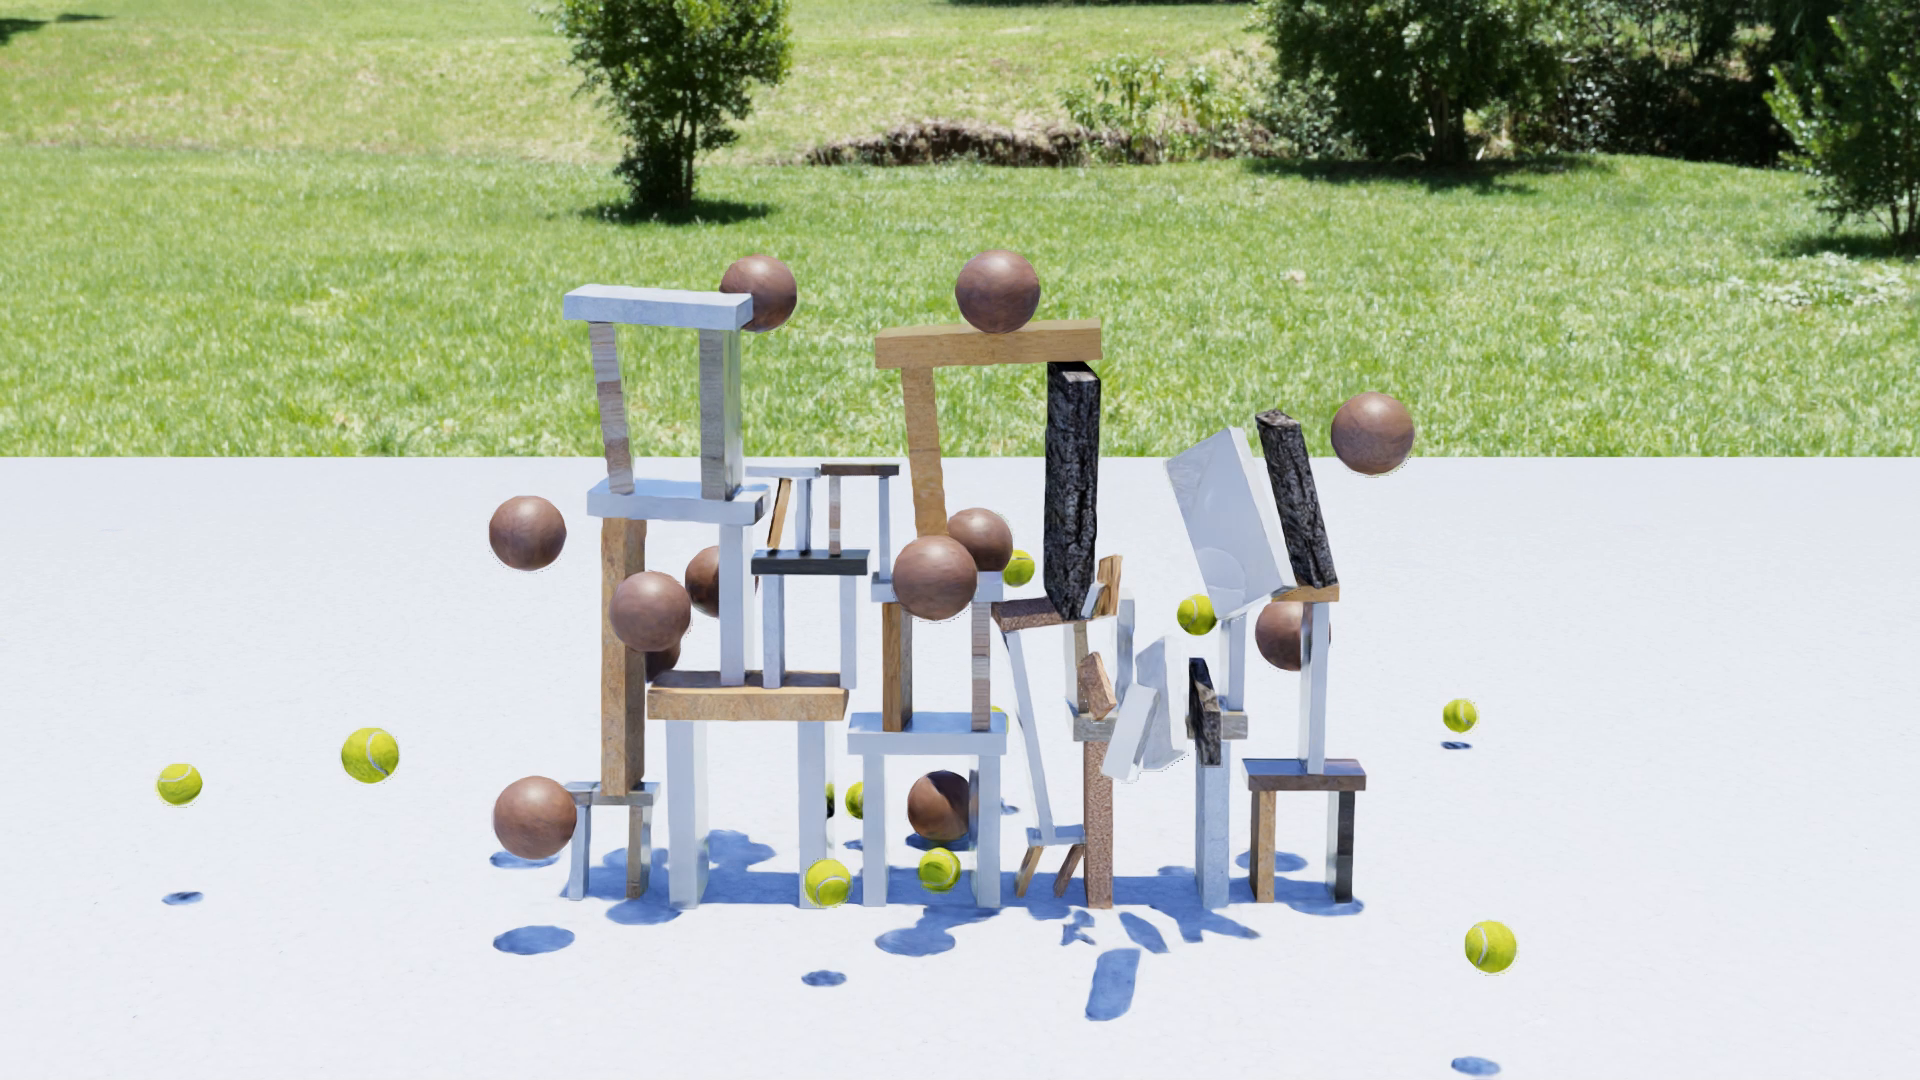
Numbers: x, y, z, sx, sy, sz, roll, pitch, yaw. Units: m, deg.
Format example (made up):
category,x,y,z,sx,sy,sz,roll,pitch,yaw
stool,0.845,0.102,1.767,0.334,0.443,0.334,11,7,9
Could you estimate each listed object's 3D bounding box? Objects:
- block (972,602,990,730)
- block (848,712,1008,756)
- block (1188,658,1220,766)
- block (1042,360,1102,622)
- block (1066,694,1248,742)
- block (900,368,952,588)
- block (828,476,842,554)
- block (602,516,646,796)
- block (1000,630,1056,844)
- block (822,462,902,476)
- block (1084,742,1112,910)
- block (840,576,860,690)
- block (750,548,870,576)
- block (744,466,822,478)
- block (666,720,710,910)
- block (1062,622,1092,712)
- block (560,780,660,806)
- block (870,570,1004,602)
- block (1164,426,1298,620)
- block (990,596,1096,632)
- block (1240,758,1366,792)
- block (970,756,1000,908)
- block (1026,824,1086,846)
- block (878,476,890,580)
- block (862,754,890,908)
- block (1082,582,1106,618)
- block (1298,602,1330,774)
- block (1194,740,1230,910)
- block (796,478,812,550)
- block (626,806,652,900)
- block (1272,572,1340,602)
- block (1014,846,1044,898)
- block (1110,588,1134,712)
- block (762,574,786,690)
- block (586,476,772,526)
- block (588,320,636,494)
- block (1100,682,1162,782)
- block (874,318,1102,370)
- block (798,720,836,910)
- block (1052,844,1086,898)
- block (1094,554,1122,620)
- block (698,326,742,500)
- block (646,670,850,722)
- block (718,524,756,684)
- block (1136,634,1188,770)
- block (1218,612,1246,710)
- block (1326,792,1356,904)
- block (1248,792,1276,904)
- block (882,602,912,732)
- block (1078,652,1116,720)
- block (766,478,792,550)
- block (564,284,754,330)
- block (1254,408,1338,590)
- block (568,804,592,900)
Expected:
category,x,y,z,sx,sy,sz,roll,pitch,yaw
block,0.034,0.195,3.597,0.030,0.213,0.107,0,10,0
block,-0.053,0.318,3.618,0.258,0.037,0.129,0,10,0
block,0.383,0.268,3.456,0.027,0.094,0.187,-3,23,-1
block,0.175,-0.084,3.479,0.050,0.387,0.175,-2,18,-8
block,0.320,0.291,3.613,0.283,0.040,0.142,0,11,-2
block,-0.054,-0.113,3.538,0.050,0.350,0.175,-5,11,0
block,-0.202,-0.043,3.562,0.018,0.126,0.063,0,5,-2
block,-0.553,0.182,3.620,0.039,0.458,0.137,2,8,5
block,0.110,0.311,3.575,0.022,0.370,0.078,-12,18,-5
block,-0.159,-0.114,3.555,0.126,0.018,0.063,1,5,2
block,0.228,0.451,3.639,0.040,0.284,0.142,-1,11,0
block,-0.179,0.141,3.589,0.027,0.187,0.094,0,10,1
block,-0.241,0.035,3.572,0.187,0.027,0.094,0,10,1
block,-0.288,-0.110,3.582,0.116,0.016,0.058,1,0,8
block,-0.450,0.433,3.643,0.045,0.317,0.158,0,10,1
block,0.189,0.194,3.579,0.022,0.156,0.078,-7,17,-11
block,-0.580,0.420,3.648,0.156,0.022,0.078,1,7,1
block,-0.037,0.075,3.573,0.213,0.030,0.107,0,10,0
block,0.418,-0.026,3.406,0.134,0.267,0.038,-30,-21,37
block,0.134,0.115,3.538,0.156,0.022,0.078,-6,19,-11
block,0.566,0.387,3.630,0.193,0.027,0.096,0,11,0
block,0.041,0.463,3.645,0.037,0.258,0.129,-1,10,-6
block,0.159,0.490,3.644,0.095,0.014,0.048,-2,17,-5
block,-0.122,-0.021,3.558,0.018,0.163,0.063,-1,8,-2
block,-0.139,0.463,3.645,0.037,0.258,0.129,0,10,1
block,0.204,0.091,3.354,0.014,0.048,0.095,20,5,9
block,0.578,0.231,3.598,0.026,0.288,0.092,-1,13,-2
block,0.417,0.451,3.639,0.040,0.284,0.142,-1,11,0
block,-0.254,-0.041,3.572,0.016,0.116,0.058,1,-1,6
block,-0.533,0.510,3.657,0.022,0.156,0.078,4,7,4
block,0.516,0.074,3.568,0.185,0.026,0.092,2,13,0
block,0.114,0.542,3.660,0.014,0.095,0.048,19,14,-9
block,0.265,0.178,3.598,0.027,0.187,0.094,1,10,-2
block,-0.304,0.141,3.591,0.027,0.187,0.094,0,10,1
block,-0.455,-0.065,3.574,0.274,0.039,0.137,3,13,6
block,-0.559,-0.224,3.540,0.039,0.274,0.137,-7,15,-6
block,0.250,0.279,3.190,0.038,0.134,0.267,17,-3,8
block,0.048,-0.312,3.479,0.350,0.050,0.175,-2,11,4
block,-0.237,0.433,3.643,0.045,0.317,0.158,0,10,2
block,0.182,0.544,3.665,0.014,0.095,0.048,24,10,-4
block,0.230,0.073,3.420,0.014,0.095,0.048,13,-15,-25
block,-0.383,-0.213,3.528,0.039,0.274,0.137,2,14,6
block,-0.345,0.255,3.614,0.317,0.045,0.158,0,10,1
block,-0.368,0.090,3.632,0.039,0.274,0.137,1,10,2
block,0.311,0.251,3.398,0.027,0.187,0.094,9,-27,-22
block,0.445,0.176,3.597,0.026,0.185,0.092,-1,15,-3
block,0.631,0.495,3.651,0.027,0.193,0.096,0,11,-1
block,0.502,0.495,3.652,0.027,0.193,0.096,0,11,-1
block,-0.102,0.196,3.589,0.030,0.213,0.107,2,11,9
block,0.211,0.225,3.384,0.014,0.095,0.048,5,-38,-30
block,-0.295,-0.043,3.583,0.016,0.116,0.058,11,-2,-9
block,-0.476,-0.370,3.491,0.274,0.039,0.137,4,14,6
block,0.539,-0.067,3.526,0.038,0.270,0.134,-17,15,-4
block,-0.631,0.511,3.655,0.022,0.156,0.078,3,7,-3
